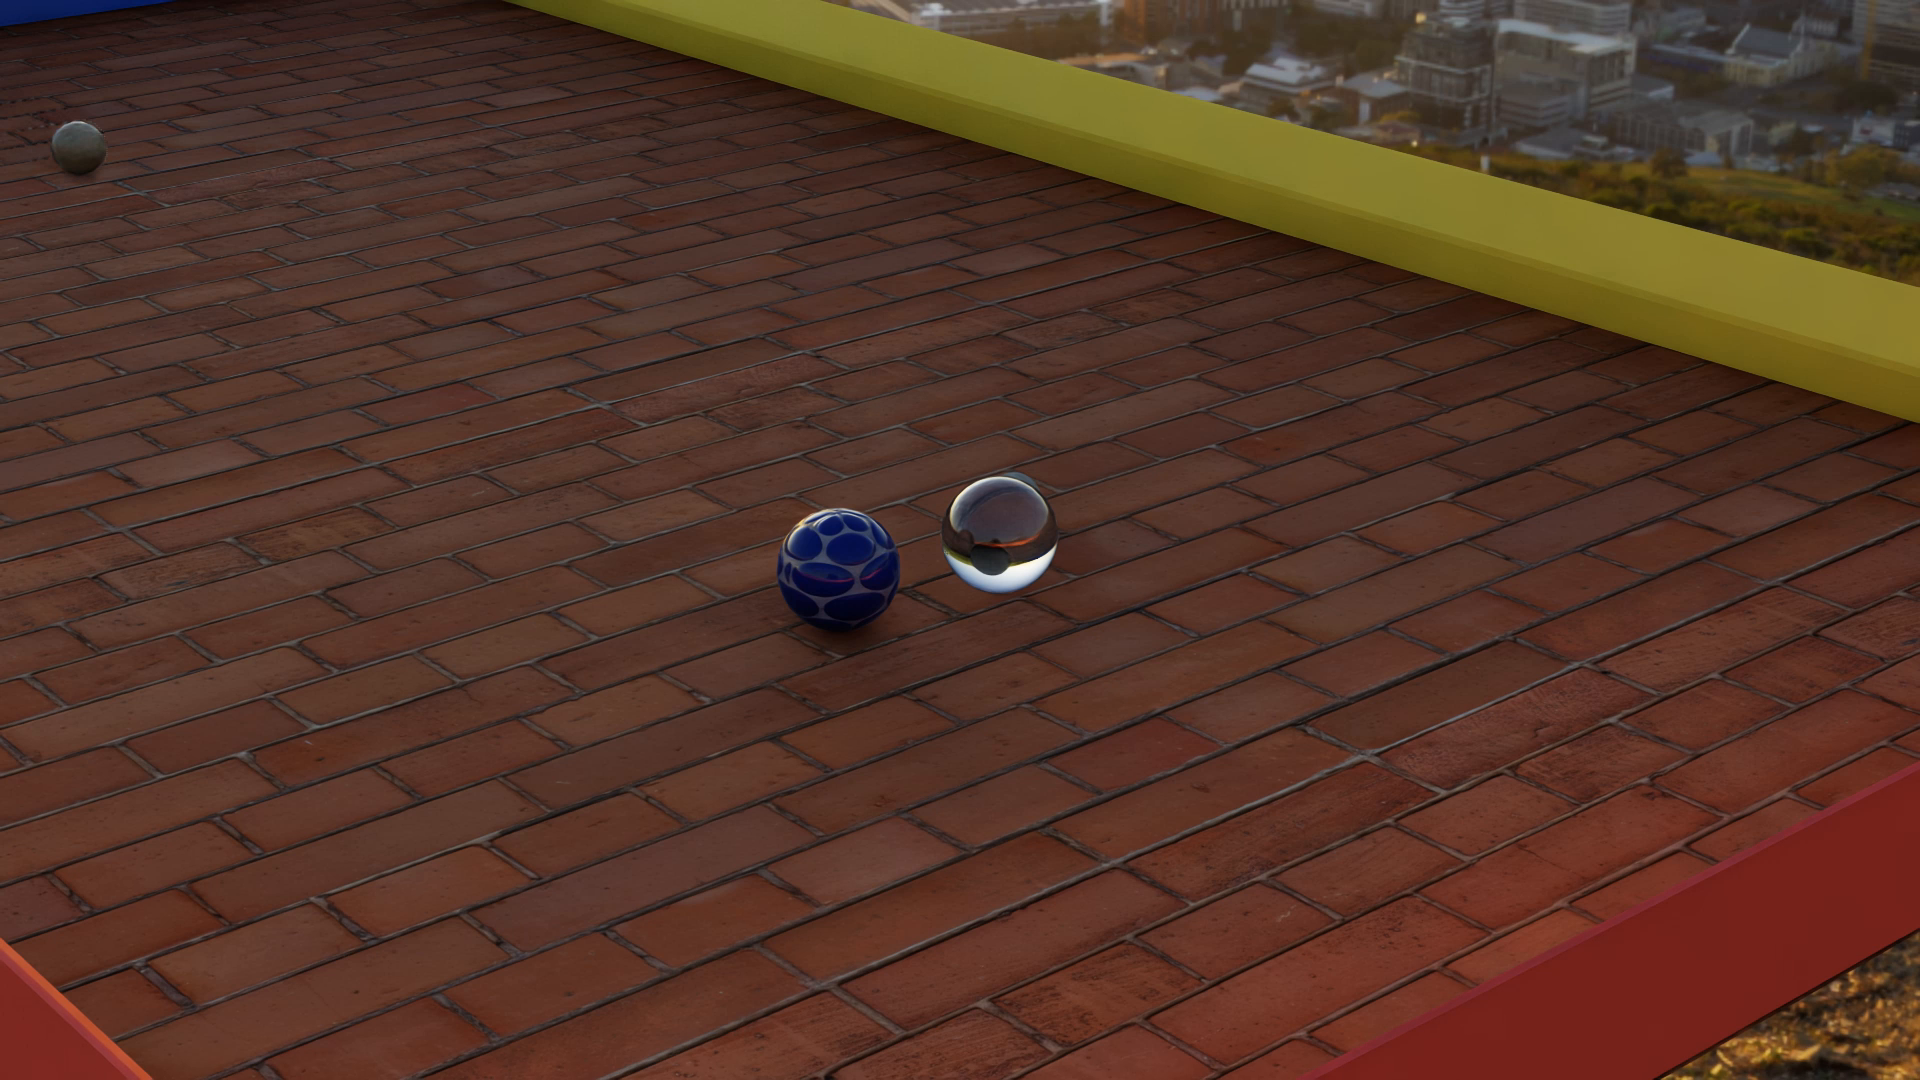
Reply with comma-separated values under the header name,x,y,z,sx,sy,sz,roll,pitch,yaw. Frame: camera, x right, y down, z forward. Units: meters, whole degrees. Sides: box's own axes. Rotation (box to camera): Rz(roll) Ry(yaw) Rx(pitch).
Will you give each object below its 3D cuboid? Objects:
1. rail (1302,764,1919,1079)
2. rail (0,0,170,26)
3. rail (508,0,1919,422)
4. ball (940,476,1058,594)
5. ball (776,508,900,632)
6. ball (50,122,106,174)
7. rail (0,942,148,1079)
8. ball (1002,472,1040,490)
name,x,y,z,sx,sy,sz,roll,pitch,yaw
rail,0.534,0.212,1.849,1.897,0.129,0.045,-18,28,-37
rail,-1.634,-0.761,4.222,1.897,0.129,0.045,-18,28,-37
rail,0.156,-0.501,3.588,0.045,0.129,3.406,-18,28,-37
ball,0.033,-0.004,2.421,0.097,0.097,0.097,0,22,0
ball,-0.097,0.024,2.351,0.099,0.099,0.099,0,22,0
ball,-1.089,-0.484,3.635,0.065,0.065,0.065,0,22,0
rail,-1.256,-0.048,2.483,0.045,0.129,3.406,-18,28,-37
ball,0.047,-0.035,2.563,0.048,0.048,0.048,0,22,0
